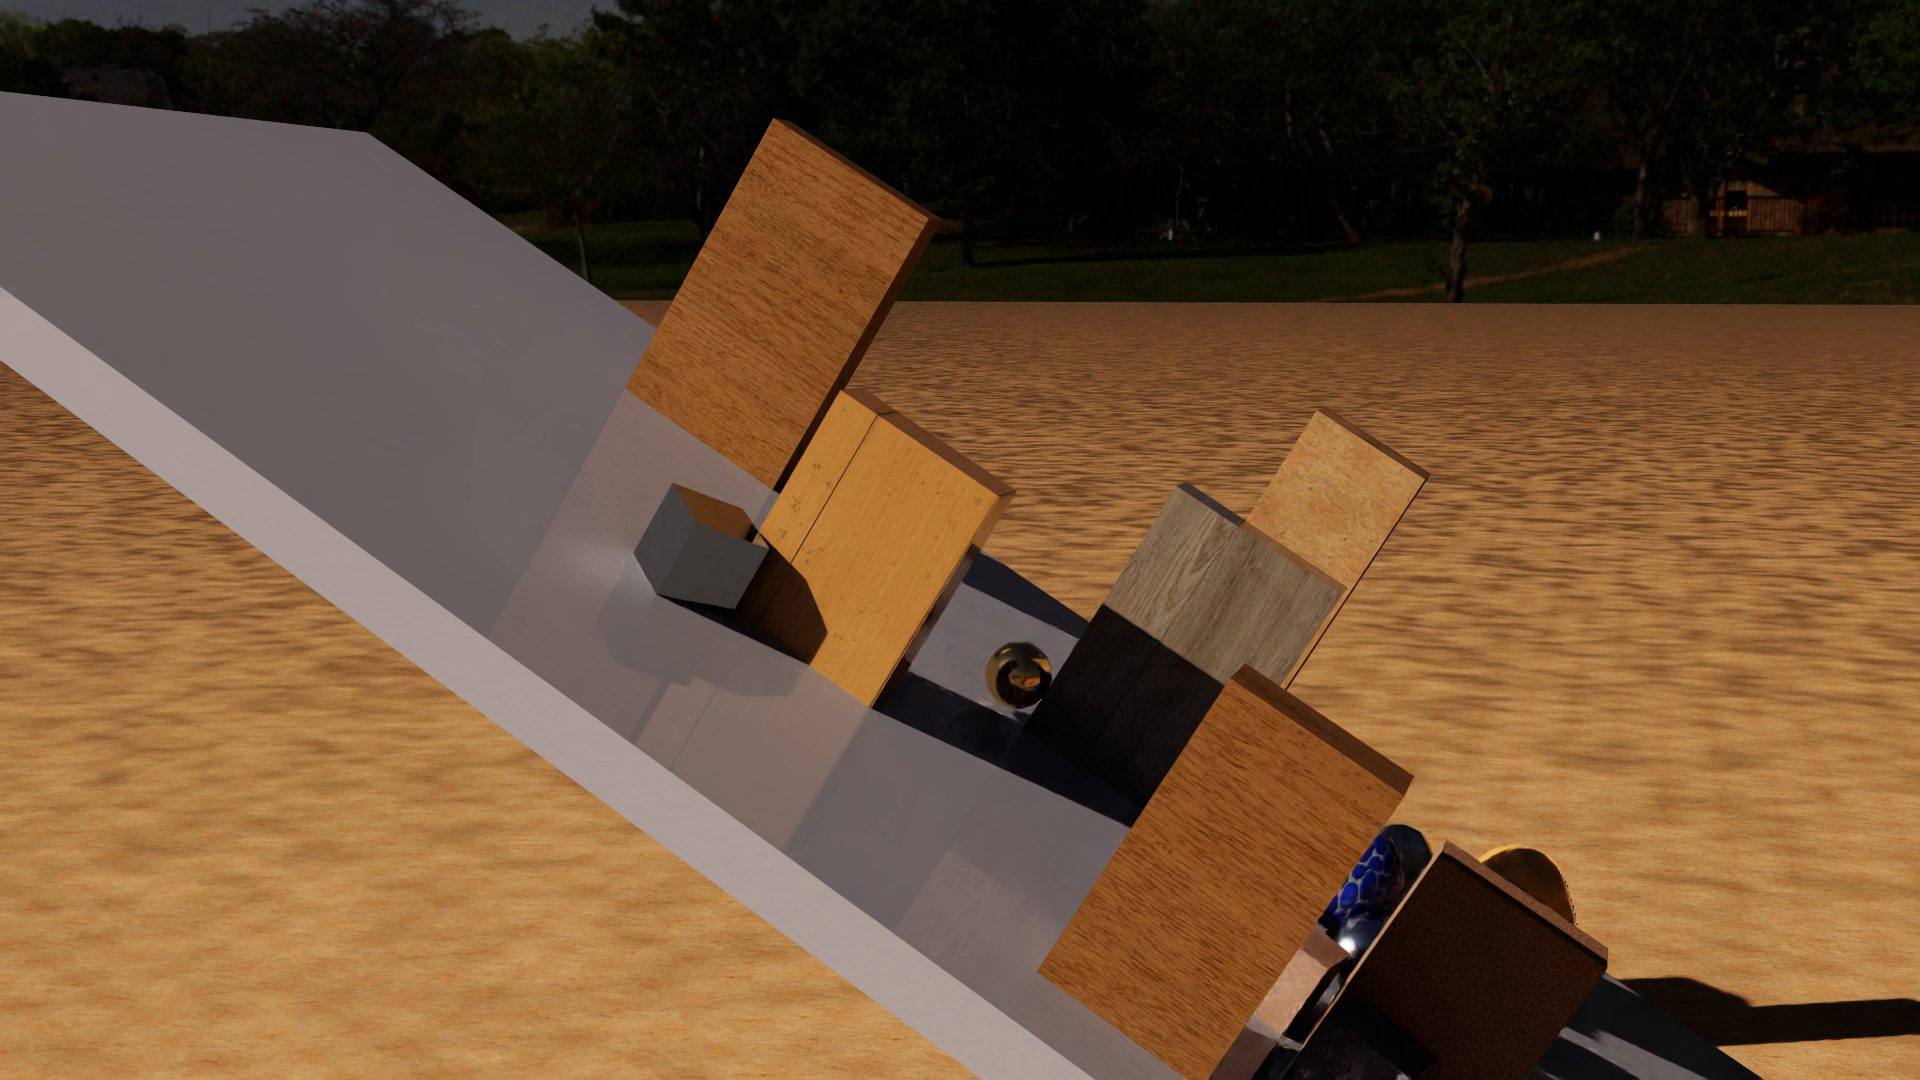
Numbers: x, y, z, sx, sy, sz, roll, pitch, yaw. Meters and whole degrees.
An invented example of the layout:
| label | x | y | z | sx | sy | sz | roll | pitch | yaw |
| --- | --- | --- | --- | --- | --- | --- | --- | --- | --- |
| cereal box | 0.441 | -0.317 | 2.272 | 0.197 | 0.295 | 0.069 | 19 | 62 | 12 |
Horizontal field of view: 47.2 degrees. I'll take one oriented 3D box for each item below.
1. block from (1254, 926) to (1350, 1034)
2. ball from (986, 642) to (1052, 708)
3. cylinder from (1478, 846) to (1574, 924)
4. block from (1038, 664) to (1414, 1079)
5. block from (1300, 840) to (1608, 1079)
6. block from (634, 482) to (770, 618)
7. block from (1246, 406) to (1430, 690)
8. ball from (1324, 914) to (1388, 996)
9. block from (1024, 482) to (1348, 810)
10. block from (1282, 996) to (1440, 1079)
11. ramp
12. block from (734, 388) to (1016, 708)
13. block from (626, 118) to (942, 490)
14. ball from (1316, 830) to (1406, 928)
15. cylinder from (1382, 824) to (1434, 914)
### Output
| label | x | y | z | sx | sy | sz | roll | pitch | yaw |
| --- | --- | --- | --- | --- | --- | --- | --- | --- | --- |
| block | 0.525 | 0.694 | 3.567 | 0.134 | 0.134 | 0.134 | 37 | 16 | 21 |
| ball | 0.110 | 0.255 | 4.146 | 0.126 | 0.126 | 0.126 | 0 | 7 | 0 |
| cylinder | 1.131 | 0.747 | 4.454 | 0.201 | 0.201 | 0.201 | 1 | 12 | 9 |
| block | 0.381 | 0.485 | 3.184 | 0.288 | 0.530 | 0.127 | 34 | 15 | 11 |
| block | 0.767 | 0.722 | 3.429 | 0.294 | 0.401 | 0.106 | 34 | 15 | 11 |
| block | -0.449 | 0.019 | 3.809 | 0.147 | 0.147 | 0.147 | 21 | 18 | -34 |
| block | 0.703 | 0.085 | 4.766 | 0.267 | 0.708 | 0.137 | 34 | 15 | 11 |
| ball | 0.690 | 0.719 | 3.769 | 0.156 | 0.156 | 0.156 | 0 | 7 | 0 |
| block | 0.415 | 0.220 | 4.082 | 0.355 | 0.545 | 0.094 | 34 | 15 | 11 |
| block | 0.601 | 0.807 | 3.319 | 0.150 | 0.150 | 0.150 | 38 | 16 | 25 |
| ramp | -0.154 | 0.254 | 4.113 | 4.000 | 0.100 | 2.000 | 34 | 15 | 11 |
| block | -0.163 | 0.012 | 3.824 | 0.333 | 0.439 | 0.107 | 34 | 15 | 11 |
| block | -0.375 | -0.491 | 4.606 | 0.394 | 0.658 | 0.093 | 34 | 15 | 11 |
| ball | 0.687 | 0.595 | 3.897 | 0.202 | 0.202 | 0.202 | 0 | 7 | 0 |
| cylinder | 0.879 | 0.655 | 4.365 | 0.138 | 0.138 | 0.138 | 0 | 14 | 1 |
